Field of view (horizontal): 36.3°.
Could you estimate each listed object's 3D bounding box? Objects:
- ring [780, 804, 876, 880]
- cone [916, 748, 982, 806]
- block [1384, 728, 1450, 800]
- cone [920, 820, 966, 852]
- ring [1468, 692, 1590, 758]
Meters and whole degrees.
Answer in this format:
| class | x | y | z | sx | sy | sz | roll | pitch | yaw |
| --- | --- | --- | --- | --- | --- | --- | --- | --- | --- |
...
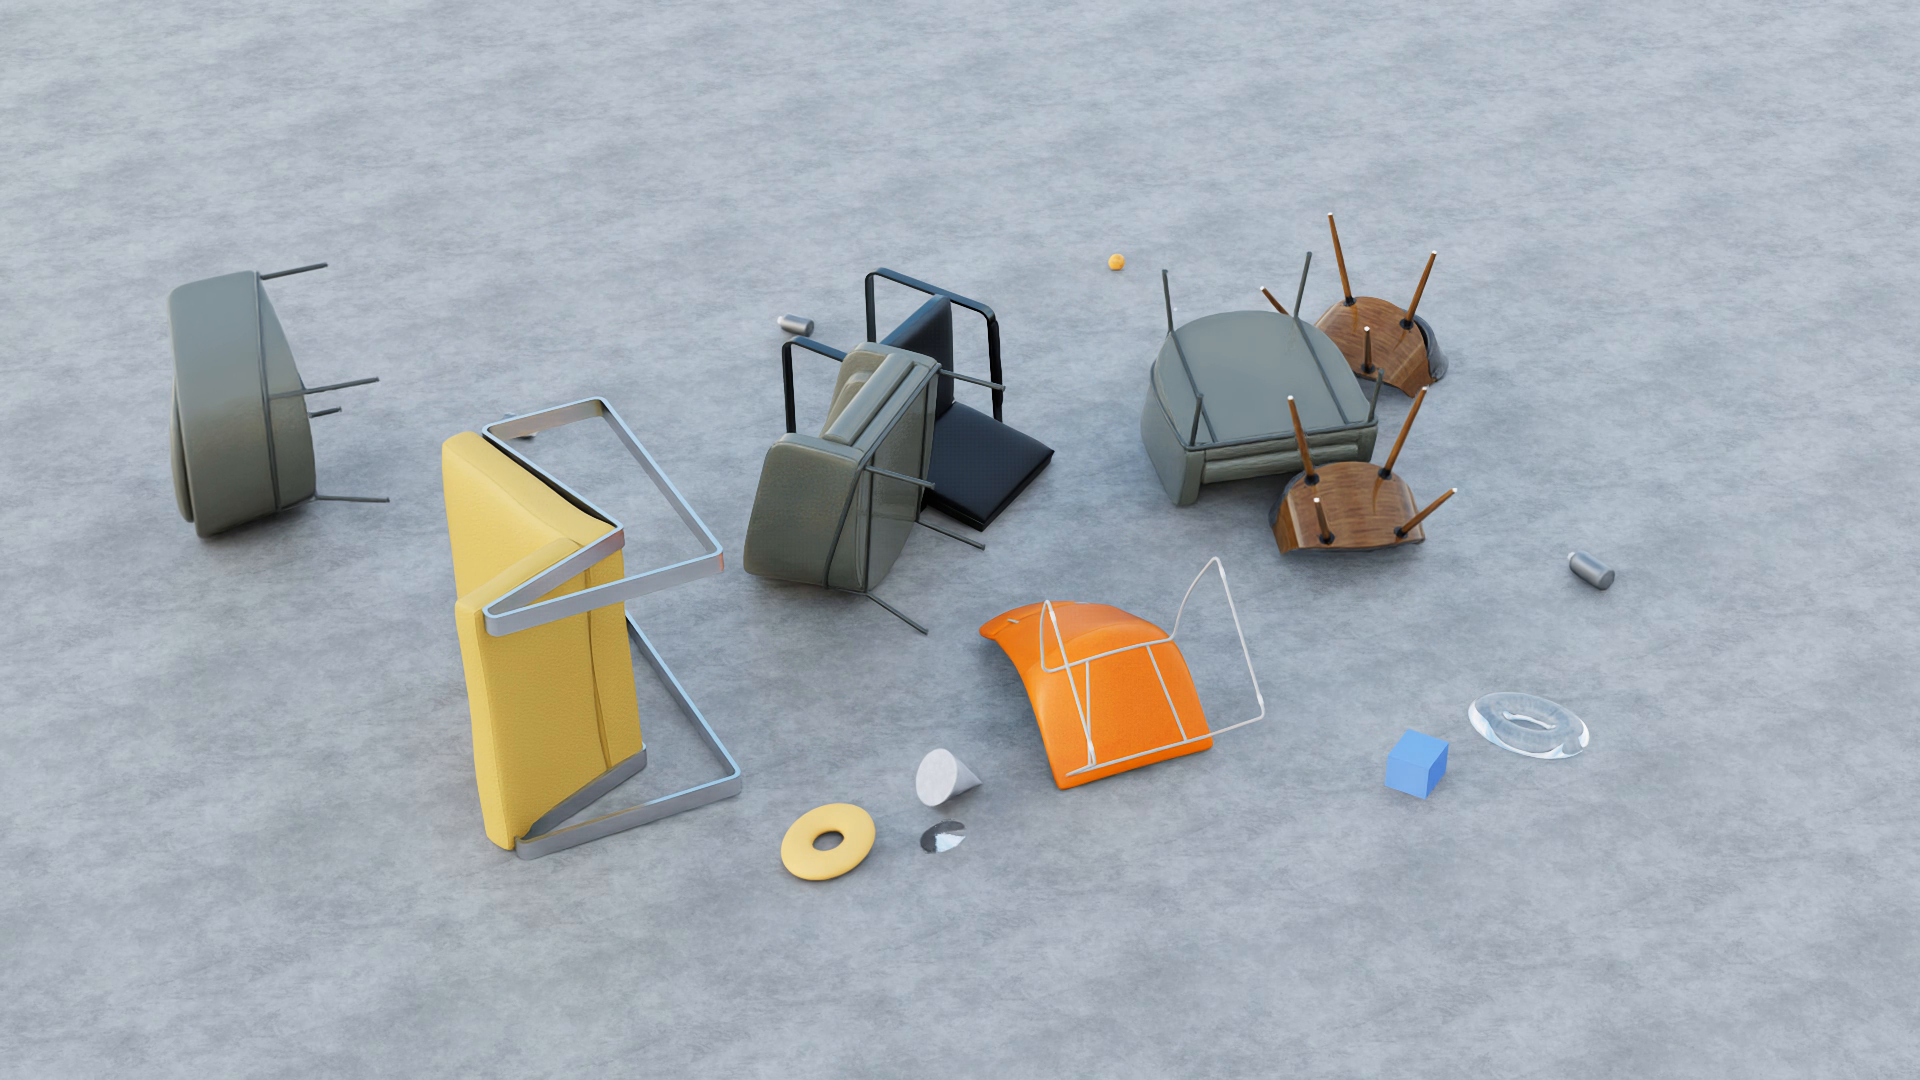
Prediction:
| class | x | y | z | sx | sy | sz | roll | pitch | yaw |
| --- | --- | --- | --- | --- | --- | --- | --- | --- | --- |
| ring | -0.423 | 0.967 | 9.419 | 0.282 | 0.064 | 0.380 | 14 | 36 | 20 |
| cone | -0.001 | 0.792 | 9.659 | 0.200 | 0.217 | 0.183 | 11 | 59 | -37 |
| block | 1.512 | 0.741 | 9.705 | 0.146 | 0.126 | 0.168 | 18 | 38 | 25 |
| cone | -0.077 | 0.948 | 9.467 | 0.168 | 0.094 | 0.105 | -14 | 10 | -23 |
| ring | 1.923 | 0.625 | 9.917 | 0.422 | 0.088 | 0.280 | 18 | 39 | 24 |
